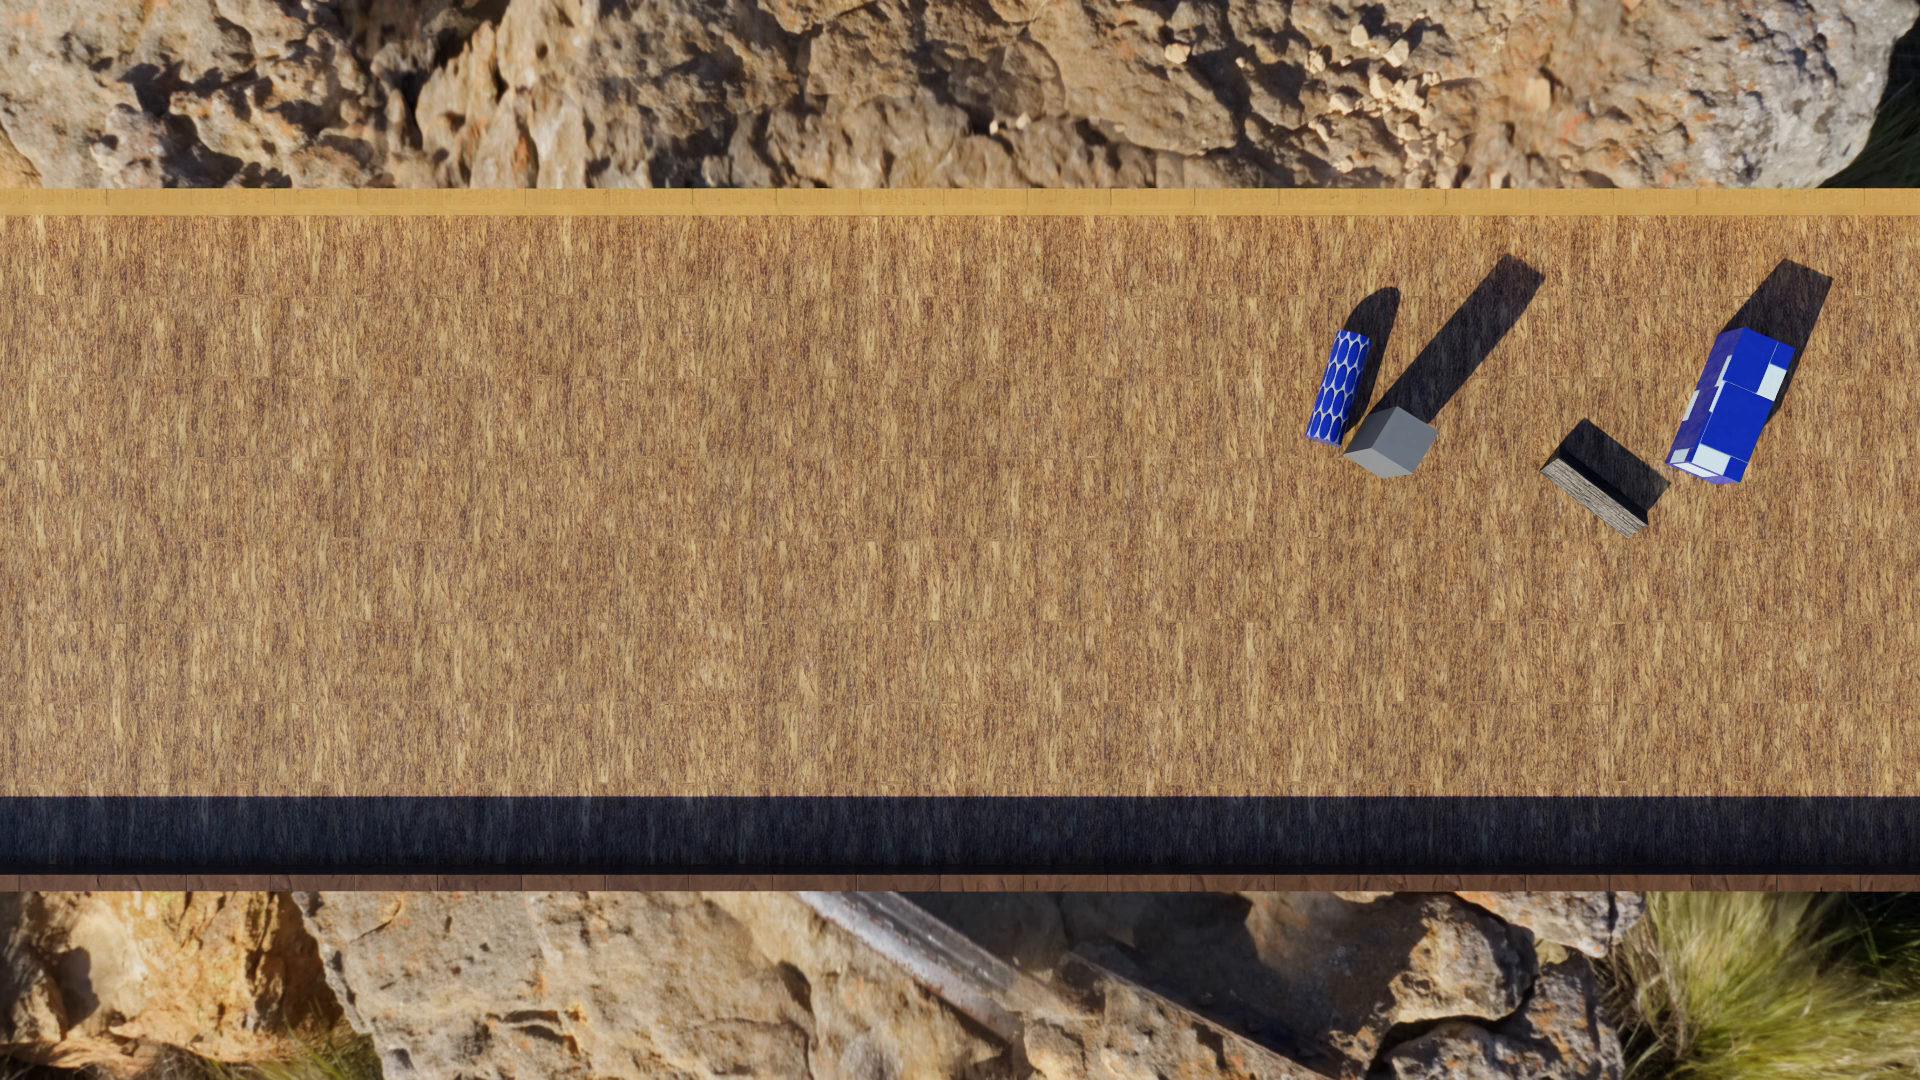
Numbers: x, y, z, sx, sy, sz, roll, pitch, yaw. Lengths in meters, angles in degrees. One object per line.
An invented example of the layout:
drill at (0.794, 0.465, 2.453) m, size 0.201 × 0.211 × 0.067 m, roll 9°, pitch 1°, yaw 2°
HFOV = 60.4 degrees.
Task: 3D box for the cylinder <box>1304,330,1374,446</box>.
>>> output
cylinder at (1.153, -0.460, 5.020) m, size 0.113 × 0.113 × 0.333 m, roll 17°, pitch 90°, yaw 0°

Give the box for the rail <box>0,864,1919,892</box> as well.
rail at (-2.247, 1.025, 5.001) m, size 12.000 × 0.150 × 0.050 m, roll 0°, pitch 90°, yaw 0°

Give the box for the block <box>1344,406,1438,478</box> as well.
block at (1.275, -0.287, 4.899) m, size 0.141 × 0.355 × 0.141 m, roll 32°, pitch 90°, yaw 0°

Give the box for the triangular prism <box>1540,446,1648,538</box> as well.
triangular prism at (1.946, -0.149, 5.030) m, size 0.337 × 0.089 × 0.102 m, roll 37°, pitch 90°, yaw 0°

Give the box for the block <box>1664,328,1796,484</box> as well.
block at (2.328, -0.402, 4.993) m, size 0.167 × 0.167 × 0.432 m, roll 23°, pitch 90°, yaw 0°

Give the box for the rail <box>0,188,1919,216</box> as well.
rail at (-2.247, -1.025, 5.002) m, size 12.000 × 0.150 × 0.050 m, roll 0°, pitch 90°, yaw 0°
